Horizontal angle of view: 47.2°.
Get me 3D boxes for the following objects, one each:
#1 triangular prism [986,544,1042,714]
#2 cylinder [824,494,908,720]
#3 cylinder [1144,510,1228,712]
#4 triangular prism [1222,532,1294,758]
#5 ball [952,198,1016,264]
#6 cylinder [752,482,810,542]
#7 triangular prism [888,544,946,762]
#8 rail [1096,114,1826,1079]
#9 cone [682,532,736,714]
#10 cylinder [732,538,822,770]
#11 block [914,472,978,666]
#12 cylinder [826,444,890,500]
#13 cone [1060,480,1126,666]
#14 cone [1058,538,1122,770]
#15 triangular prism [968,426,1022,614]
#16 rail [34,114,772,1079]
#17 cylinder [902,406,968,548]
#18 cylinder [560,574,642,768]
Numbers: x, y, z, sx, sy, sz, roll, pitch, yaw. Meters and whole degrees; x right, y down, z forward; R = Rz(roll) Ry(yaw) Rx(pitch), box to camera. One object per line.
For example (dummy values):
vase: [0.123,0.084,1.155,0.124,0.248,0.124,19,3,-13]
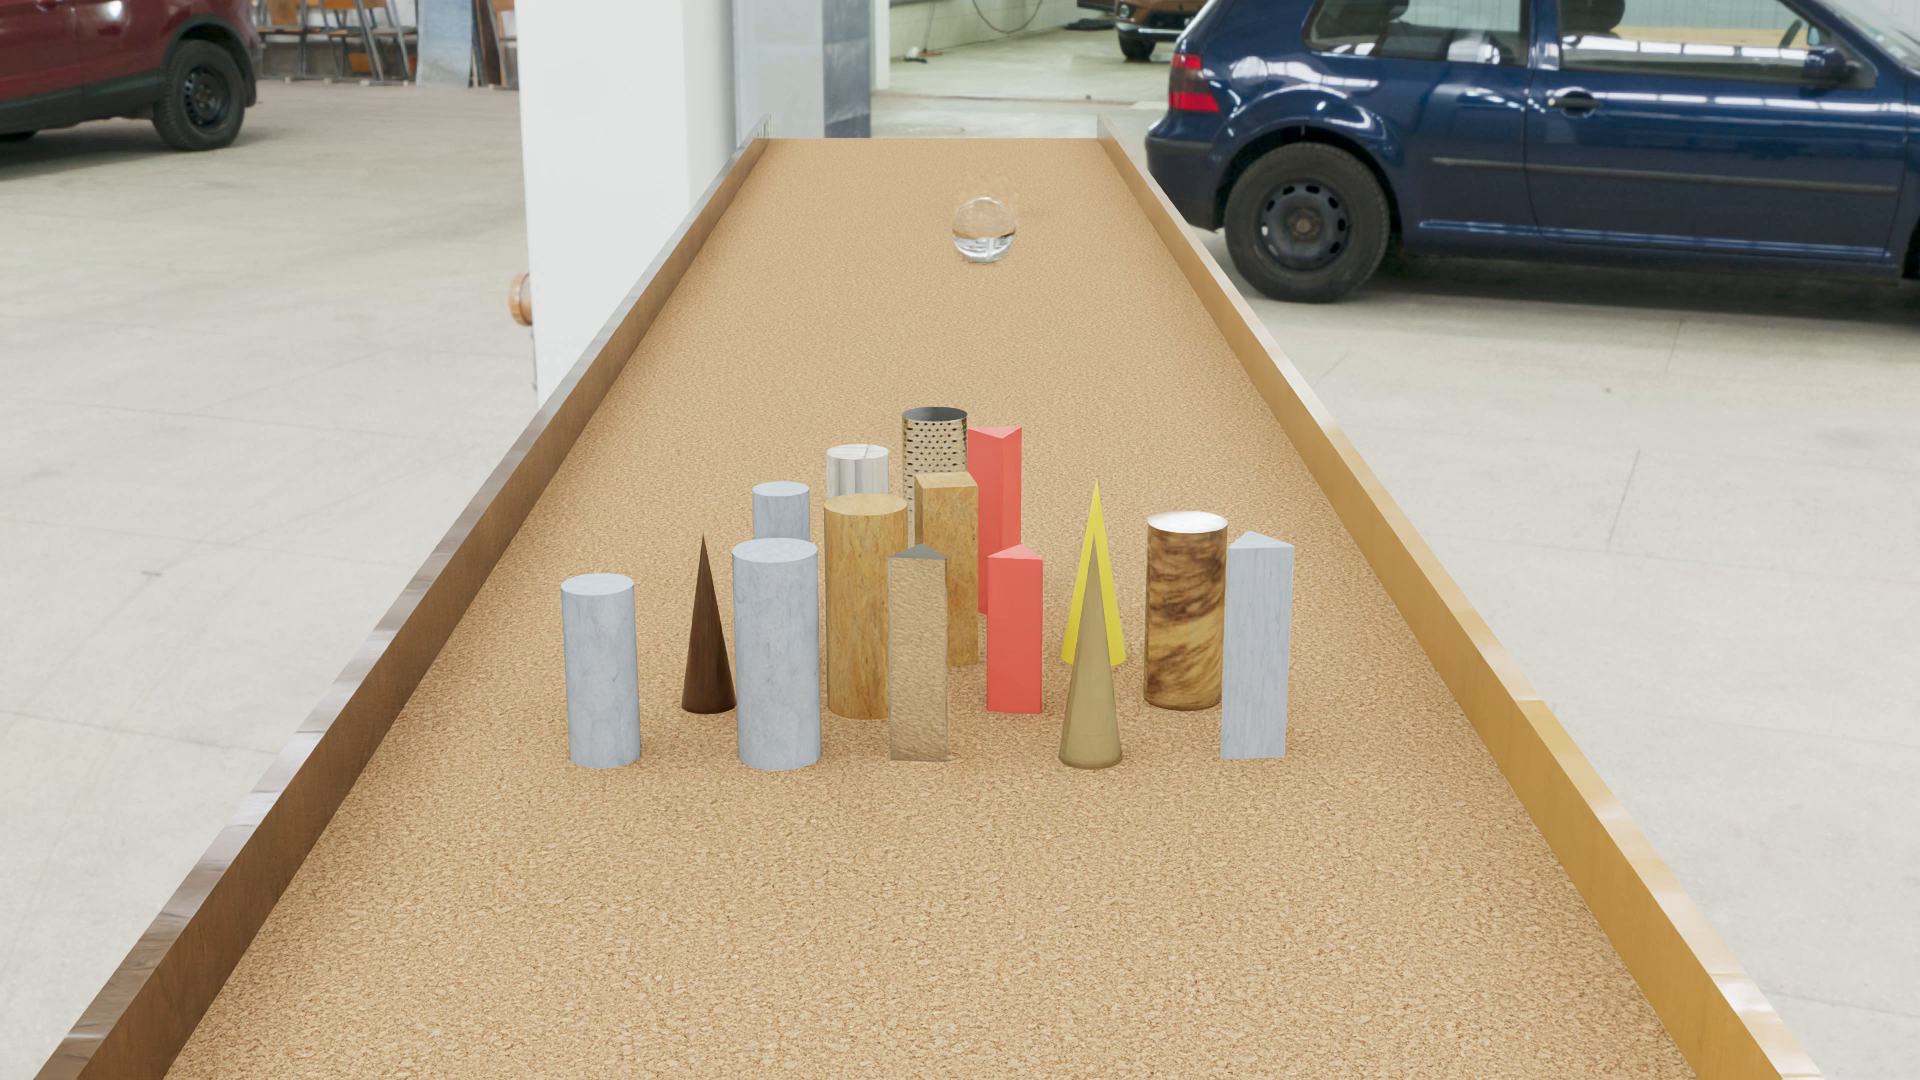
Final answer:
triangular prism: [0.108,0.166,4.136,0.103,0.303,0.089,2,17,8]
cylinder: [-0.174,0.124,4.117,0.154,0.396,0.154,0,17,0]
cylinder: [0.426,0.134,4.164,0.150,0.350,0.150,0,17,0]
triangular prism: [0.518,0.186,3.913,0.115,0.392,0.099,-1,17,-5]
ball: [0.097,-1.269,9.028,0.266,0.266,0.266,0,17,0]
cylinder: [-0.351,0.071,4.358,0.111,0.359,0.111,0,17,0]
triangular prism: [-0.070,0.199,3.895,0.101,0.377,0.087,1,17,5]
rail: [0.932,-0.844,7.801,0.050,0.150,12.000,0,17,-1]
cone: [-0.477,0.148,4.128,0.106,0.343,0.106,0,17,0]
cylinder: [-0.322,0.201,3.881,0.149,0.383,0.149,0,17,0]
block: [-0.028,0.059,4.380,0.109,0.370,0.109,-3,17,-9]
cylinder: [-0.212,-0.009,4.616,0.129,0.365,0.129,0,17,0]
cone: [0.269,0.056,4.383,0.132,0.373,0.132,0,17,0]
cone: [0.232,0.186,3.862,0.114,0.421,0.114,0,17,0]
triangular prism: [0.090,-0.041,4.670,0.098,0.397,0.113,-12,21,-36]
rail: [-1.118,-0.838,7.780,0.050,0.150,12.000,0,17,-1]
cylinder: [-0.055,-0.093,4.868,0.143,0.382,0.143,0,17,0]
cylinder: [-0.634,0.231,3.887,0.126,0.321,0.126,0,17,0]
